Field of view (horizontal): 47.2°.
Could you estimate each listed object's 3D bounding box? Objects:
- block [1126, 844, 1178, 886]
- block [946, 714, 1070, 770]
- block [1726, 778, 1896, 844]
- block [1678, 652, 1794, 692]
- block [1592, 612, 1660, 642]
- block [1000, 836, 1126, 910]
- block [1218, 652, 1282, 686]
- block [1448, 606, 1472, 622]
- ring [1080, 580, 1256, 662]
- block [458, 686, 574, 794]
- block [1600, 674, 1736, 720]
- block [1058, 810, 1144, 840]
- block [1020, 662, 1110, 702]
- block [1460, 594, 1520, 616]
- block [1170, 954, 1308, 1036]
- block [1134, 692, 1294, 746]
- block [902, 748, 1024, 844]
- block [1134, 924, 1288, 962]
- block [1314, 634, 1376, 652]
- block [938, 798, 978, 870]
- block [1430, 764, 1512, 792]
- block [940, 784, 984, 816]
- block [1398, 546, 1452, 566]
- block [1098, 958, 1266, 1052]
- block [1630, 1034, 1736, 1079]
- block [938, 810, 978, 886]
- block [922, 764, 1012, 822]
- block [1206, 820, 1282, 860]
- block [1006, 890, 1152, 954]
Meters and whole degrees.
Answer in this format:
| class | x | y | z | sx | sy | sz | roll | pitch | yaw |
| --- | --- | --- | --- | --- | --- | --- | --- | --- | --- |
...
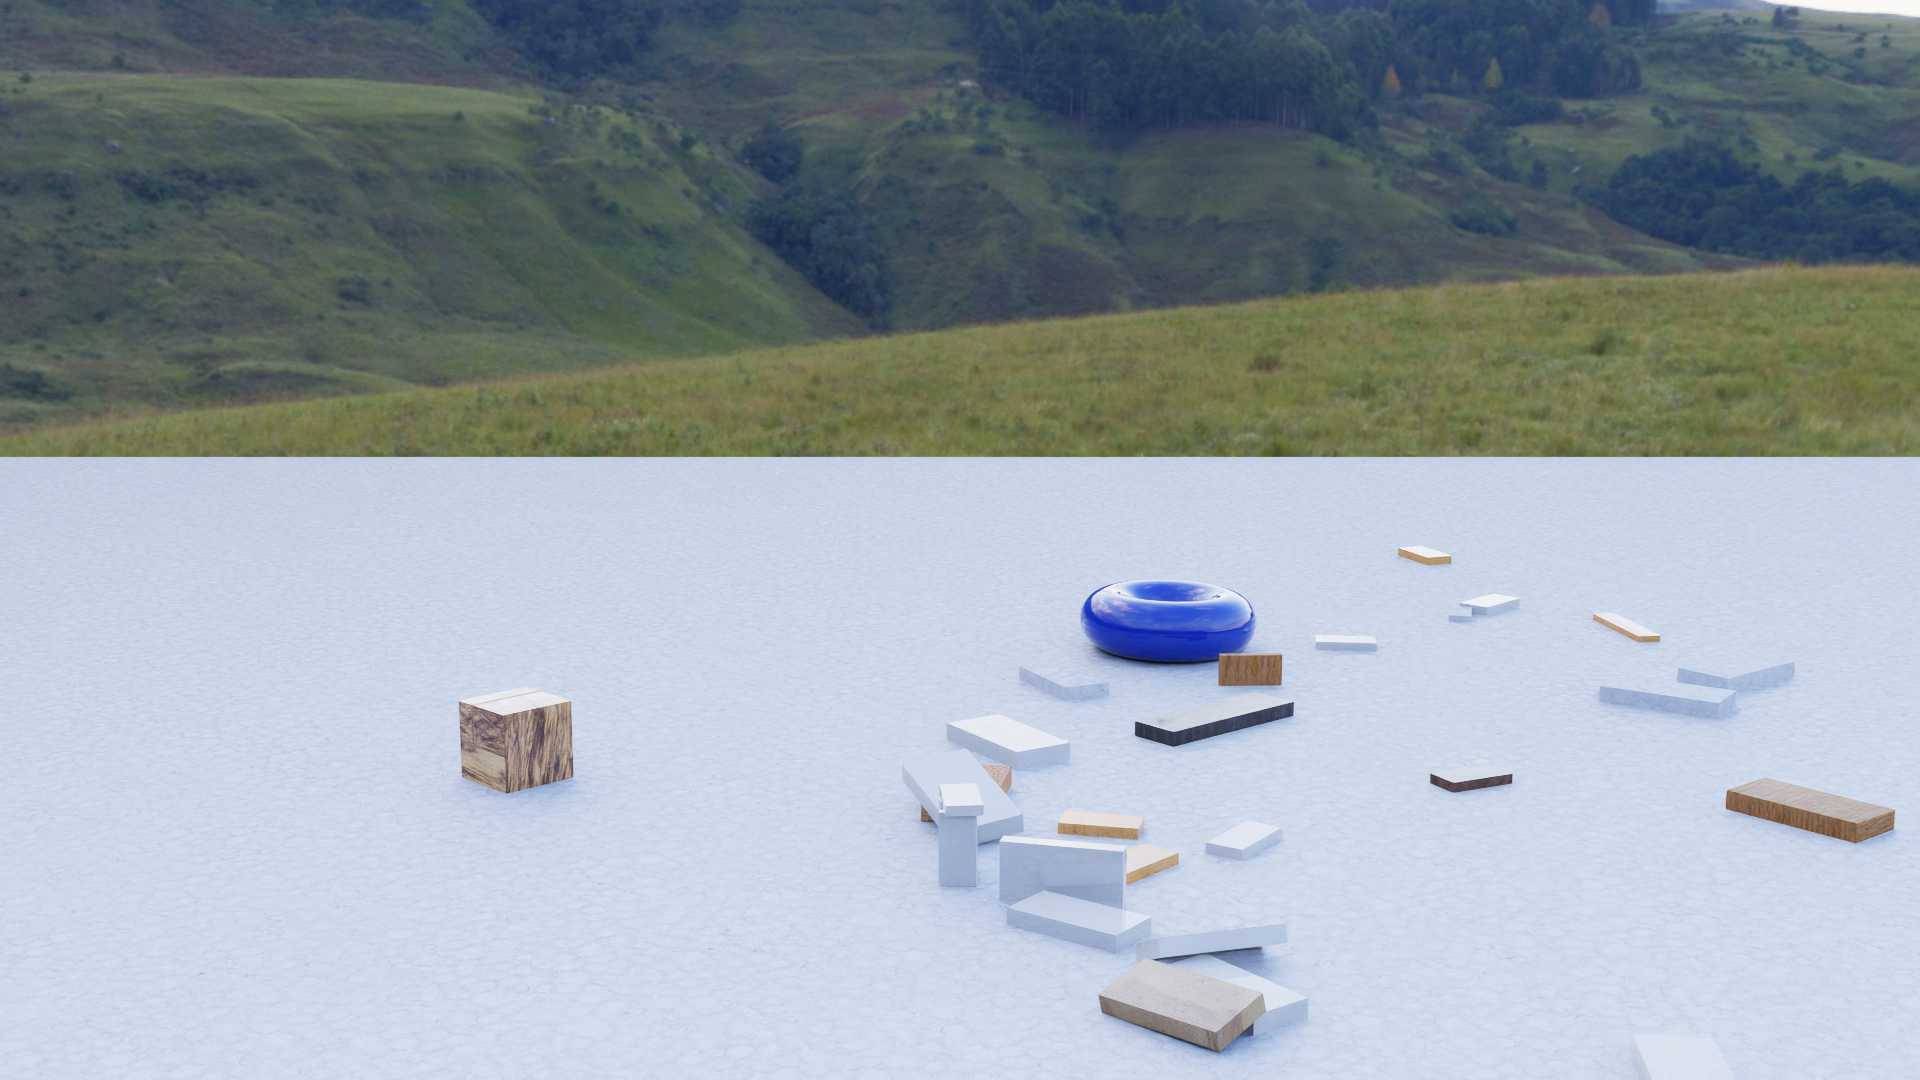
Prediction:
| class | x | y | z | sx | sy | sz | roll | pitch | yaw |
| --- | --- | --- | --- | --- | --- | --- | --- | --- | --- |
| block | 0.303 | 0.558 | 3.786 | 0.073 | 0.021 | 0.147 | 9 | 14 | 41 |
| block | 0.097 | 0.413 | 4.518 | 0.130 | 0.037 | 0.261 | -7 | 12 | -32 |
| block | 1.569 | 0.498 | 4.064 | 0.131 | 0.037 | 0.261 | -8 | 13 | -38 |
| block | 1.798 | 0.306 | 5.095 | 0.267 | 0.037 | 0.131 | -8 | 13 | -37 |
| block | 1.697 | 0.222 | 5.604 | 0.057 | 0.016 | 0.264 | -2 | 11 | -8 |
| block | 0.169 | 0.548 | 3.611 | 0.207 | 0.103 | 0.029 | 3 | 11 | 15 |
| block | 0.666 | 0.297 | 5.049 | 0.143 | 0.072 | 0.020 | 0 | 11 | -2 |
| block | 1.309 | 0.194 | 5.755 | 0.057 | 0.016 | 0.114 | 3 | 11 | 13 |
| ring | 0.511 | 0.196 | 5.401 | 0.433 | 0.144 | 0.433 | 1 | 9 | 0 |
| block | -0.870 | 0.391 | 4.315 | 0.156 | 0.156 | 0.156 | -10 | 15 | -44 |
| block | 1.569 | 0.347 | 4.877 | 0.261 | 0.037 | 0.131 | 7 | 13 | 35 |
| block | 0.257 | 0.518 | 3.998 | 0.147 | 0.021 | 0.073 | 3 | 11 | 14 |
| block | 0.237 | 0.322 | 5.027 | 0.112 | 0.032 | 0.224 | -5 | 12 | -25 |
| block | 1.411 | 0.172 | 5.856 | 0.082 | 0.023 | 0.164 | 10 | 15 | 44 |
| block | 0.391 | 0.661 | 3.205 | 0.108 | 0.031 | 0.216 | -8 | 13 | -36 |
| block | 0.547 | 0.382 | 4.704 | 0.376 | 0.032 | 0.112 | -9 | 14 | -40 |
| block | 0.003 | 0.470 | 4.020 | 0.130 | 0.037 | 0.261 | -12 | 26 | -20 |
| block | 0.382 | 0.614 | 3.349 | 0.207 | 0.029 | 0.103 | -3 | -14 | -17 |
| block | 0.950 | 0.254 | 5.421 | 0.147 | 0.021 | 0.073 | 1 | 11 | 7 |
| block | -0.003 | 0.506 | 3.774 | 0.064 | 0.128 | 0.018 | -3 | 11 | -14 |
| block | 0.997 | 0.465 | 4.288 | 0.143 | 0.020 | 0.072 | -5 | 12 | -25 |
| block | 0.002 | 0.440 | 3.726 | 0.064 | 0.018 | 0.128 | -1 | 10 | -5 |
| block | 1.381 | 0.046 | 6.534 | 0.082 | 0.023 | 0.164 | -4 | 11 | -19 |
| block | 0.314 | 0.658 | 3.126 | 0.216 | 0.031 | 0.108 | 8 | 27 | 45 |
| block | 0.965 | 0.715 | 2.913 | 0.108 | 0.031 | 0.216 | 1 | 11 | 7 |
| block | -0.004 | 0.519 | 3.701 | 0.064 | 0.128 | 0.018 | 1 | 9 | 3 |
| block | 0.014 | 0.479 | 4.165 | 0.130 | 0.037 | 0.261 | 2 | 11 | 9 |
| block | 0.506 | 0.534 | 3.914 | 0.072 | 0.020 | 0.153 | 7 | 13 | 34 |
| block | 0.189 | 0.606 | 3.500 | 0.207 | 0.029 | 0.104 | 8 | 13 | 36 |
